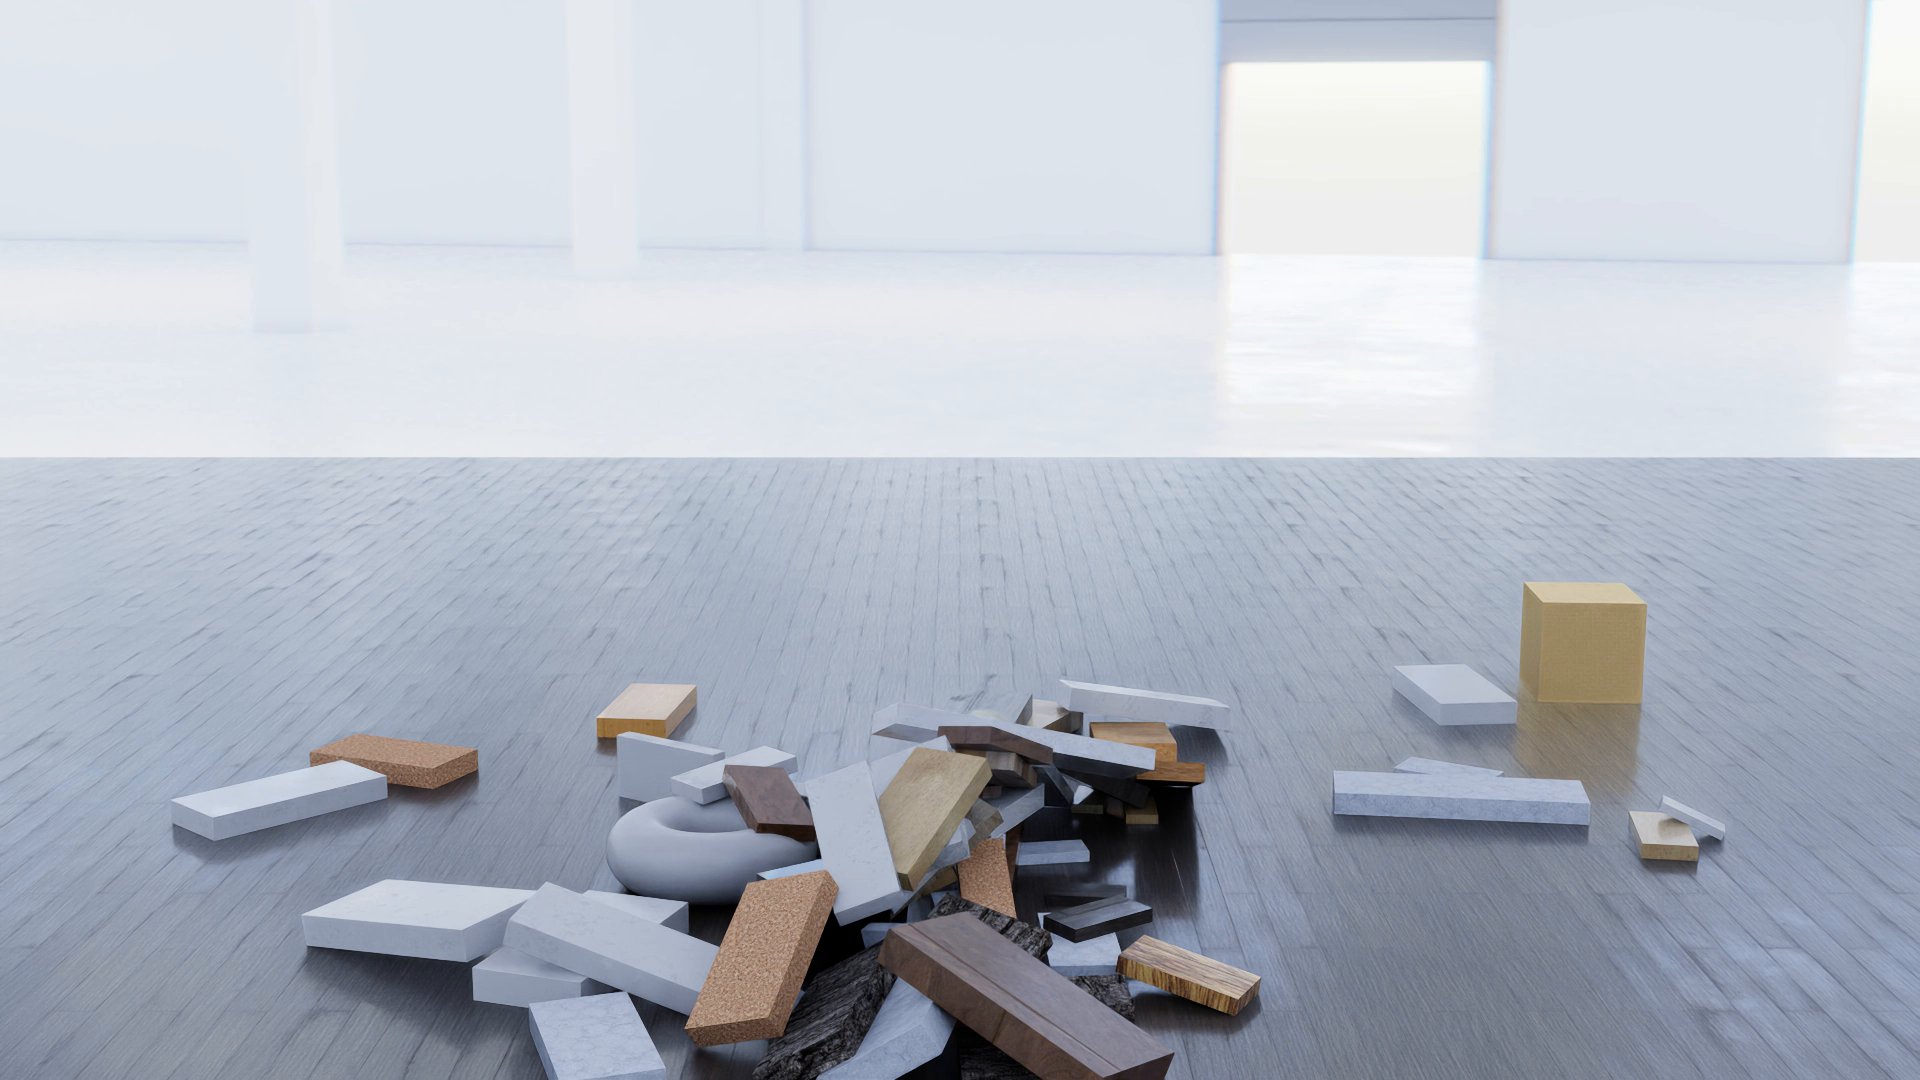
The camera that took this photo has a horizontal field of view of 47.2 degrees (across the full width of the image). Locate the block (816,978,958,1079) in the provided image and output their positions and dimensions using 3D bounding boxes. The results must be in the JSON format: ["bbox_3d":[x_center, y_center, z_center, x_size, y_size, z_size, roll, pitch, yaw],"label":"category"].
[{"bbox_3d":[-0.076,0.649,2.991,0.169,0.048,0.337,-32,3,14],"label":"block"}]

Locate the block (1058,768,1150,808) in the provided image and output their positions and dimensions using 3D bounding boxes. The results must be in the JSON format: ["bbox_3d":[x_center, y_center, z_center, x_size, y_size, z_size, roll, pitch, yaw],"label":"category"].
[{"bbox_3d":[0.200,0.414,4.048,0.290,0.041,0.145,27,-7,-35],"label":"block"}]

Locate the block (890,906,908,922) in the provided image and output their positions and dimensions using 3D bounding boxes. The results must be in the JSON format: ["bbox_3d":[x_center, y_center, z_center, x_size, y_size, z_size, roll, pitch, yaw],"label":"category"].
[{"bbox_3d":[-0.185,0.589,3.597,0.201,0.028,0.100,4,11,21],"label":"block"}]

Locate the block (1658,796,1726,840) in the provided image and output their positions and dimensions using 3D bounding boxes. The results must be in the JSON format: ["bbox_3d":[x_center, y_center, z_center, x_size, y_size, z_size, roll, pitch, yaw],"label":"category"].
[{"bbox_3d":[1.323,0.501,3.974,0.118,0.017,0.059,26,14,14],"label":"block"}]

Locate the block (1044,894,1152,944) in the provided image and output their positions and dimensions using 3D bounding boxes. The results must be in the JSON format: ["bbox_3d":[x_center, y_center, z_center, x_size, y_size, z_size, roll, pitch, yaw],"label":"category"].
[{"bbox_3d":[0.215,0.591,3.431,0.157,0.022,0.078,-8,13,-36],"label":"block"}]

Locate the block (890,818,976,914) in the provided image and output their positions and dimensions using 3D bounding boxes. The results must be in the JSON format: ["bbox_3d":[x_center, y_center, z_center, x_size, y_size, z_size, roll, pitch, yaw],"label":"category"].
[{"bbox_3d":[-0.072,0.491,3.404,0.186,0.026,0.093,-42,37,-25],"label":"block"}]

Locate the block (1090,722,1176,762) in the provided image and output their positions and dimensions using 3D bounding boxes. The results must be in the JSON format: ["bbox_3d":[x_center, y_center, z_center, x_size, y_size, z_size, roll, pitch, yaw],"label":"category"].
[{"bbox_3d":[0.344,0.408,4.415,0.156,0.044,0.311,0,3,1],"label":"block"}]

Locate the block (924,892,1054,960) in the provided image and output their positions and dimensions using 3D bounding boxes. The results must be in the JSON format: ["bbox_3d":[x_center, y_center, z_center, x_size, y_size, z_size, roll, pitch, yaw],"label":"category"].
[{"bbox_3d":[0.032,0.591,3.247,0.191,0.027,0.095,15,46,35],"label":"block"}]

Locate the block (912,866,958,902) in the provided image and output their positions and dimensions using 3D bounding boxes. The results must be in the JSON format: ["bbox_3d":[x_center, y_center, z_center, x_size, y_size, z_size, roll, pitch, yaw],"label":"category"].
[{"bbox_3d":[-0.051,0.517,3.490,0.078,0.022,0.157,-25,15,0],"label":"block"}]

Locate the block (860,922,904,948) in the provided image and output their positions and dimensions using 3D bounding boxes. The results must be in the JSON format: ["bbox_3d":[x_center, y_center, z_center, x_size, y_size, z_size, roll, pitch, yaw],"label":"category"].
[{"bbox_3d":[-0.053,0.609,3.214,0.186,0.093,0.026,-6,14,34],"label":"block"}]

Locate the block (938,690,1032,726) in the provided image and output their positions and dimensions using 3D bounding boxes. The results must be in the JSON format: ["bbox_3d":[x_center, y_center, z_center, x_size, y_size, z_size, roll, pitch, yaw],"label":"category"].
[{"bbox_3d":[0.039,0.372,4.470,0.170,0.048,0.339,2,11,10],"label":"block"}]

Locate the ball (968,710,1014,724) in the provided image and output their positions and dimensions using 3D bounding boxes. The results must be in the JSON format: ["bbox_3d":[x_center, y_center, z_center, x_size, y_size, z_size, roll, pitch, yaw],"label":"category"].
[{"bbox_3d":[0.044,0.409,4.184,0.169,0.169,0.169,0,11,0],"label":"ball"}]

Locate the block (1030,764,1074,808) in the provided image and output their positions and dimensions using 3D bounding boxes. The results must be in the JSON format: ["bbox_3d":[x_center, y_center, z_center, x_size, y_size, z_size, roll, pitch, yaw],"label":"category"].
[{"bbox_3d":[0.128,0.430,3.960,0.102,0.029,0.395,3,-16,12],"label":"block"}]

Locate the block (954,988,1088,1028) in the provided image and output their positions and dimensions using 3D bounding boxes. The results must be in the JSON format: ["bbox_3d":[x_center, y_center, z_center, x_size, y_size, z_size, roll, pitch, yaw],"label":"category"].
[{"bbox_3d":[0.083,0.647,3.041,0.191,0.027,0.095,0,4,0],"label":"block"}]

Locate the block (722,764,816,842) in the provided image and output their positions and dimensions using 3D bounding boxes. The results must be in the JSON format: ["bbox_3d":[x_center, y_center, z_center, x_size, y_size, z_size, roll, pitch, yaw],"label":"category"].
[{"bbox_3d":[-0.323,0.444,3.722,0.106,0.030,0.212,6,19,-24],"label":"block"}]

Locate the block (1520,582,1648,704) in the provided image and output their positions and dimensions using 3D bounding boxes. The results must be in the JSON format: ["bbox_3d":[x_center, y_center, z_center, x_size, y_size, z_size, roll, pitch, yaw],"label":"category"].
[{"bbox_3d":[1.409,0.230,4.987,0.227,0.227,0.227,1,11,4],"label":"block"}]

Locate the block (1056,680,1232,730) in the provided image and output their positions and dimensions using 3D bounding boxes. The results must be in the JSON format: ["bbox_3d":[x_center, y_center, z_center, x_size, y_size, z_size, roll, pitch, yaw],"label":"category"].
[{"bbox_3d":[0.385,0.347,4.639,0.339,0.048,0.170,8,1,-7],"label":"block"}]

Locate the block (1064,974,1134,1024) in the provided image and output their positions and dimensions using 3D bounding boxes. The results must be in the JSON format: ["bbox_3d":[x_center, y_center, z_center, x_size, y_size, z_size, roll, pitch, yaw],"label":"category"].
[{"bbox_3d":[0.131,0.666,3.171,0.225,0.032,0.113,-1,11,-5],"label":"block"}]

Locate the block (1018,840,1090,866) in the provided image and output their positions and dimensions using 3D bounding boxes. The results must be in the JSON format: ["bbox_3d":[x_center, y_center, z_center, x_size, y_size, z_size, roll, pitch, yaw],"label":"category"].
[{"bbox_3d":[0.156,0.547,3.851,0.130,0.018,0.065,-2,11,-10],"label":"block"}]

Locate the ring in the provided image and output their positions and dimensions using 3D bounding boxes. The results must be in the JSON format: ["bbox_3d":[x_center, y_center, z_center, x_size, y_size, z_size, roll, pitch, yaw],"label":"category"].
[{"bbox_3d":[-0.419,0.521,3.722,0.357,0.119,0.357,1,9,0],"label":"ring"}]

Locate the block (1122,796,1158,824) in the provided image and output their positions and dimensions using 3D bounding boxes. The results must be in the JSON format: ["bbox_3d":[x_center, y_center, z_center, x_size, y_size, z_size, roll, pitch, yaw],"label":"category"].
[{"bbox_3d":[0.335,0.502,4.096,0.059,0.017,0.118,0,11,1],"label":"block"}]

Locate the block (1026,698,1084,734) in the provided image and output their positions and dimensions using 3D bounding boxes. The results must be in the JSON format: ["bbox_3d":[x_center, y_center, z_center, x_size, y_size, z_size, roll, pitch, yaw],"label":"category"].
[{"bbox_3d":[0.122,0.394,4.604,0.156,0.044,0.311,6,12,28],"label":"block"}]

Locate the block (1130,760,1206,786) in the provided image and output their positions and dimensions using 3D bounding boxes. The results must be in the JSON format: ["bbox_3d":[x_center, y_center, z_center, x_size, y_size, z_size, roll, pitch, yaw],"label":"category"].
[{"bbox_3d":[0.383,0.435,4.087,0.120,0.034,0.374,3,-7,3],"label":"block"}]

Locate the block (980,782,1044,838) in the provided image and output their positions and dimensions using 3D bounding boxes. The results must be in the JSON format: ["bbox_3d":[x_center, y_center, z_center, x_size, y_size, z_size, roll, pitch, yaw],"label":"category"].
[{"bbox_3d":[0.029,0.455,3.740,0.148,0.042,0.297,3,6,19],"label":"block"}]

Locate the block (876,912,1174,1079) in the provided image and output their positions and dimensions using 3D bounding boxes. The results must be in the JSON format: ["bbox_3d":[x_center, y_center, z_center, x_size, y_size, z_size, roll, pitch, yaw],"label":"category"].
[{"bbox_3d":[0.085,0.614,2.898,0.368,0.050,0.177,29,16,33],"label":"block"}]

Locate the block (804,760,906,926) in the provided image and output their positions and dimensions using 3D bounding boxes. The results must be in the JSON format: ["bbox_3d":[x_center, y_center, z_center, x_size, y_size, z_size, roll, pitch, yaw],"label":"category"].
[{"bbox_3d":[-0.160,0.451,3.295,0.100,0.028,0.294,-20,36,0],"label":"block"}]

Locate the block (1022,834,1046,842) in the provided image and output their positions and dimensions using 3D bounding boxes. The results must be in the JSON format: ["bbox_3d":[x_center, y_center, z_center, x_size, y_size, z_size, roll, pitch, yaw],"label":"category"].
[{"bbox_3d":[0.098,0.536,3.923,0.095,0.014,0.048,7,11,30],"label":"block"}]

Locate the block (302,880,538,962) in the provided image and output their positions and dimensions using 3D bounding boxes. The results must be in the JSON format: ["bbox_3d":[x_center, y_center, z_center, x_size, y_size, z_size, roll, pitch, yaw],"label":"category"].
[{"bbox_3d":[-0.829,0.587,3.406,0.354,0.050,0.177,-2,10,34],"label":"block"}]

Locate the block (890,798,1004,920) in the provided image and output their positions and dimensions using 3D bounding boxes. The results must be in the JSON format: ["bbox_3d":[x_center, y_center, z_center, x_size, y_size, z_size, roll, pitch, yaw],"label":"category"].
[{"bbox_3d":[-0.059,0.496,3.436,0.262,0.026,0.093,-39,35,-20],"label":"block"}]

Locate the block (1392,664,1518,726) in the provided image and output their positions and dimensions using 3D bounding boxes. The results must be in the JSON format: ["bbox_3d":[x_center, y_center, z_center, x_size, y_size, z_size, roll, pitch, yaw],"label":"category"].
[{"bbox_3d":[1.093,0.341,4.877,0.170,0.048,0.339,-1,11,-6],"label":"block"}]

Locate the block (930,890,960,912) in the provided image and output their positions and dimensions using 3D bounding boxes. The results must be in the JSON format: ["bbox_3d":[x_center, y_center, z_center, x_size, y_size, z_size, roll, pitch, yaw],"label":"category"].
[{"bbox_3d":[0.032,0.602,3.333,0.113,0.032,0.225,-5,24,-10],"label":"block"}]

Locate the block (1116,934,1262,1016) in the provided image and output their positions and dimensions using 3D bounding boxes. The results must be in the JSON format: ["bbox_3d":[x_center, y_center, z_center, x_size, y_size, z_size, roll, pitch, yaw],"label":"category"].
[{"bbox_3d":[0.336,0.640,3.239,0.191,0.027,0.095,16,17,25],"label":"block"}]

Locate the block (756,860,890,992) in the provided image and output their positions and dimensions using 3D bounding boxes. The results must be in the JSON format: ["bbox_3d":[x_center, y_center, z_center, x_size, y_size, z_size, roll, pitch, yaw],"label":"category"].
[{"bbox_3d":[-0.207,0.580,3.327,0.145,0.145,0.145,-8,13,-35],"label":"block"}]

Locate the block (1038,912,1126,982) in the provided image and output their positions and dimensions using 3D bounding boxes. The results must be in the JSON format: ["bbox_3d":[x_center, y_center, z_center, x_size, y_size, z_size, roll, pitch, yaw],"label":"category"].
[{"bbox_3d":[0.185,0.627,3.382,0.113,0.032,0.225,0,11,-3],"label":"block"}]

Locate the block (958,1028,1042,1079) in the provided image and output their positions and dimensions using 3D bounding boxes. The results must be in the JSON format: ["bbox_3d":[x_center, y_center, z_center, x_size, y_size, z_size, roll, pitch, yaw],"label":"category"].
[{"bbox_3d":[0.087,0.720,2.837,0.169,0.048,0.387,0,11,-2],"label":"block"}]

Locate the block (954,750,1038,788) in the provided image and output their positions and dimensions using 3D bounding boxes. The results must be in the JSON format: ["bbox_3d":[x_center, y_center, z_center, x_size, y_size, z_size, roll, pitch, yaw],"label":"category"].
[{"bbox_3d":[0.062,0.388,3.722,0.102,0.029,0.204,3,-14,13],"label":"block"}]

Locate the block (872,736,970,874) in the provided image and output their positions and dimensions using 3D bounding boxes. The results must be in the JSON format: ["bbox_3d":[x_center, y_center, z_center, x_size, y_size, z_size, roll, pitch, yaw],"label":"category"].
[{"bbox_3d":[-0.064,0.420,3.440,0.129,0.037,0.258,-21,33,7],"label":"block"}]

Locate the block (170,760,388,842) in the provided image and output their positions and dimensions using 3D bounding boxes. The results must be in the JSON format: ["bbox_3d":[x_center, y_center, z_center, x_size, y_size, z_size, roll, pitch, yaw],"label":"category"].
[{"bbox_3d":[-1.271,0.485,4.116,0.156,0.044,0.357,10,14,42],"label":"block"}]

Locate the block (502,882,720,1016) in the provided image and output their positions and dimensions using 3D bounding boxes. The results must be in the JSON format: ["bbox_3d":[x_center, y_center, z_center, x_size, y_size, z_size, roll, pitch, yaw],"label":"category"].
[{"bbox_3d":[-0.503,0.600,3.237,0.299,0.042,0.147,19,16,6],"label":"block"}]

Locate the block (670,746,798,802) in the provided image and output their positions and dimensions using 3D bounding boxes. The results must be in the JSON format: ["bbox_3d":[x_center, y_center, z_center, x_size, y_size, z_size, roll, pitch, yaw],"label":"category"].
[{"bbox_3d":[-0.396,0.413,3.871,0.201,0.028,0.100,-16,16,-37],"label":"block"}]

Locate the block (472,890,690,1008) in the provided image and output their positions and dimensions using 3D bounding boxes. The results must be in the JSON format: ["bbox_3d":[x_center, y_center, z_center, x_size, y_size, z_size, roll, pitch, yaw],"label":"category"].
[{"bbox_3d":[-0.571,0.624,3.351,0.177,0.050,0.354,4,11,19],"label":"block"}]

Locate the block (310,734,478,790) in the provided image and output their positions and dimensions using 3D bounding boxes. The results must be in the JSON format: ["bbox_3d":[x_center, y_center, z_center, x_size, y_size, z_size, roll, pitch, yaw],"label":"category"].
[{"bbox_3d":[-1.125,0.438,4.371,0.294,0.042,0.147,4,11,23],"label":"block"}]

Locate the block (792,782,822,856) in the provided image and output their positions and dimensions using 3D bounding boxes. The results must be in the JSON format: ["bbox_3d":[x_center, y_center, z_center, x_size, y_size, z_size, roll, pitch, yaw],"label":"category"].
[{"bbox_3d":[-0.326,0.480,3.887,0.240,0.120,0.034,6,27,41],"label":"block"}]

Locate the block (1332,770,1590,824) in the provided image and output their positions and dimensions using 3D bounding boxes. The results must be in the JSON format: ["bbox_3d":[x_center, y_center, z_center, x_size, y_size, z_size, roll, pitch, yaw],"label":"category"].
[{"bbox_3d":[0.936,0.483,4.133,0.461,0.041,0.145,2,11,8],"label":"block"}]

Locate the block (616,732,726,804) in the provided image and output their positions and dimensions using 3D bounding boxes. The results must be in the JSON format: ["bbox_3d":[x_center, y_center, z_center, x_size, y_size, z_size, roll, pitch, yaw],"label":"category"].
[{"bbox_3d":[-0.545,0.441,4.144,0.240,0.120,0.034,7,13,34],"label":"block"}]

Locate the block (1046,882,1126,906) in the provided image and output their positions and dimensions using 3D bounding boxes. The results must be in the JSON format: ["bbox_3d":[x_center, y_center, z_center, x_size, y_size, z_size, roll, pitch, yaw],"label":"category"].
[{"bbox_3d":[0.209,0.587,3.634,0.130,0.018,0.065,1,11,7],"label":"block"}]

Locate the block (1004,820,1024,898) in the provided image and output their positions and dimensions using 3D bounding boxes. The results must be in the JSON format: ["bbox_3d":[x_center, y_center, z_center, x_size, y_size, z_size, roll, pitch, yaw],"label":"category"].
[{"bbox_3d":[0.023,0.535,3.711,0.148,0.042,0.297,2,20,5],"label":"block"}]

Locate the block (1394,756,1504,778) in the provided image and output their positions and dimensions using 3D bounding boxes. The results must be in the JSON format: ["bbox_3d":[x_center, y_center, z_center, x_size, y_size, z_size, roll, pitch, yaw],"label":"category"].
[{"bbox_3d":[0.952,0.461,4.291,0.189,0.027,0.095,7,13,33],"label":"block"}]

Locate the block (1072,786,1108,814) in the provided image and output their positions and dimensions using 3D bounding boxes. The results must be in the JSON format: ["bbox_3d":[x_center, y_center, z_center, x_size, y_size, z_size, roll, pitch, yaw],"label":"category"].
[{"bbox_3d":[0.247,0.491,4.157,0.059,0.017,0.118,2,11,9],"label":"block"}]

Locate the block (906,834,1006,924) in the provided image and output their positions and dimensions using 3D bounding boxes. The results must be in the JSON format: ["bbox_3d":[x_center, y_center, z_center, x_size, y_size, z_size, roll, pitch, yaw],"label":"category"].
[{"bbox_3d":[-0.004,0.564,3.514,0.148,0.042,0.297,0,23,2],"label":"block"}]

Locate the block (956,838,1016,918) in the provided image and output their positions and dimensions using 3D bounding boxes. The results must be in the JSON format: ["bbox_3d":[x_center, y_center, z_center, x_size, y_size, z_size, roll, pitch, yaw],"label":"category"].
[{"bbox_3d":[0.038,0.536,3.416,0.078,0.022,0.239,-2,23,-4],"label":"block"}]

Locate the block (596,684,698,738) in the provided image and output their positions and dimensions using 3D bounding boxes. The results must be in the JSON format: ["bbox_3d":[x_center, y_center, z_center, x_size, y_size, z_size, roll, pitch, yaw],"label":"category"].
[{"bbox_3d":[-0.673,0.368,4.751,0.147,0.042,0.294,1,11,6],"label":"block"}]

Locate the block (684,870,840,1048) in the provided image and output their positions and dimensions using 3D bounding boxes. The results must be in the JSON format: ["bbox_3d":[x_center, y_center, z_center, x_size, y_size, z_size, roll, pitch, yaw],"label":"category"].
[{"bbox_3d":[-0.278,0.591,3.117,0.139,0.039,0.278,-14,32,27],"label":"block"}]

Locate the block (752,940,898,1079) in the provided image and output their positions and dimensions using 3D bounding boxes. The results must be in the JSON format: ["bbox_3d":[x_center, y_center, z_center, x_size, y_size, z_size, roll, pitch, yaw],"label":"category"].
[{"bbox_3d":[-0.173,0.653,3.039,0.139,0.039,0.360,-30,4,14],"label":"block"}]

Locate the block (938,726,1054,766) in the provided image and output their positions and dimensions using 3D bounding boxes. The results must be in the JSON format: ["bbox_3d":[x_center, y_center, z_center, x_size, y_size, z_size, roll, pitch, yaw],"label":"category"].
[{"bbox_3d":[0.060,0.343,3.660,0.102,0.029,0.204,-3,-16,32],"label":"block"}]

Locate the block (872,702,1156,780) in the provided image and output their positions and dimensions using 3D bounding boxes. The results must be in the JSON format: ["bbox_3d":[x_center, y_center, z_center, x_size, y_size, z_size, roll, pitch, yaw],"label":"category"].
[{"bbox_3d":[0.094,0.351,3.821,0.480,0.037,0.129,12,-17,-18],"label":"block"}]

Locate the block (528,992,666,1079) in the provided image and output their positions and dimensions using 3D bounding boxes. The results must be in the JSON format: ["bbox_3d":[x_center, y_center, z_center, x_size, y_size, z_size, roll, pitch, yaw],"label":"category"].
[{"bbox_3d":[-0.498,0.694,3.002,0.139,0.039,0.278,-4,11,-19],"label":"block"}]

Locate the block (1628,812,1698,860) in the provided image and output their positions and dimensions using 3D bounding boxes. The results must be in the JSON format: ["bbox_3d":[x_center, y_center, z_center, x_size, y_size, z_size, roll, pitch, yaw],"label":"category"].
[{"bbox_3d":[1.256,0.528,3.930,0.094,0.027,0.189,2,11,10],"label":"block"}]

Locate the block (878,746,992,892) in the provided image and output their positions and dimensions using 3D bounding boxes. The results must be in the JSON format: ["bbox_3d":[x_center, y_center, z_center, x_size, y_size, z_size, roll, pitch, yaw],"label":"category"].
[{"bbox_3d":[-0.068,0.422,3.358,0.129,0.037,0.258,6,40,31],"label":"block"}]

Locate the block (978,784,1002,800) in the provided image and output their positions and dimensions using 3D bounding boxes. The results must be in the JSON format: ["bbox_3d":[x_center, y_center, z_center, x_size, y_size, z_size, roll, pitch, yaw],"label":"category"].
[{"bbox_3d":[0.020,0.413,3.645,0.069,0.020,0.138,6,-3,14],"label":"block"}]
